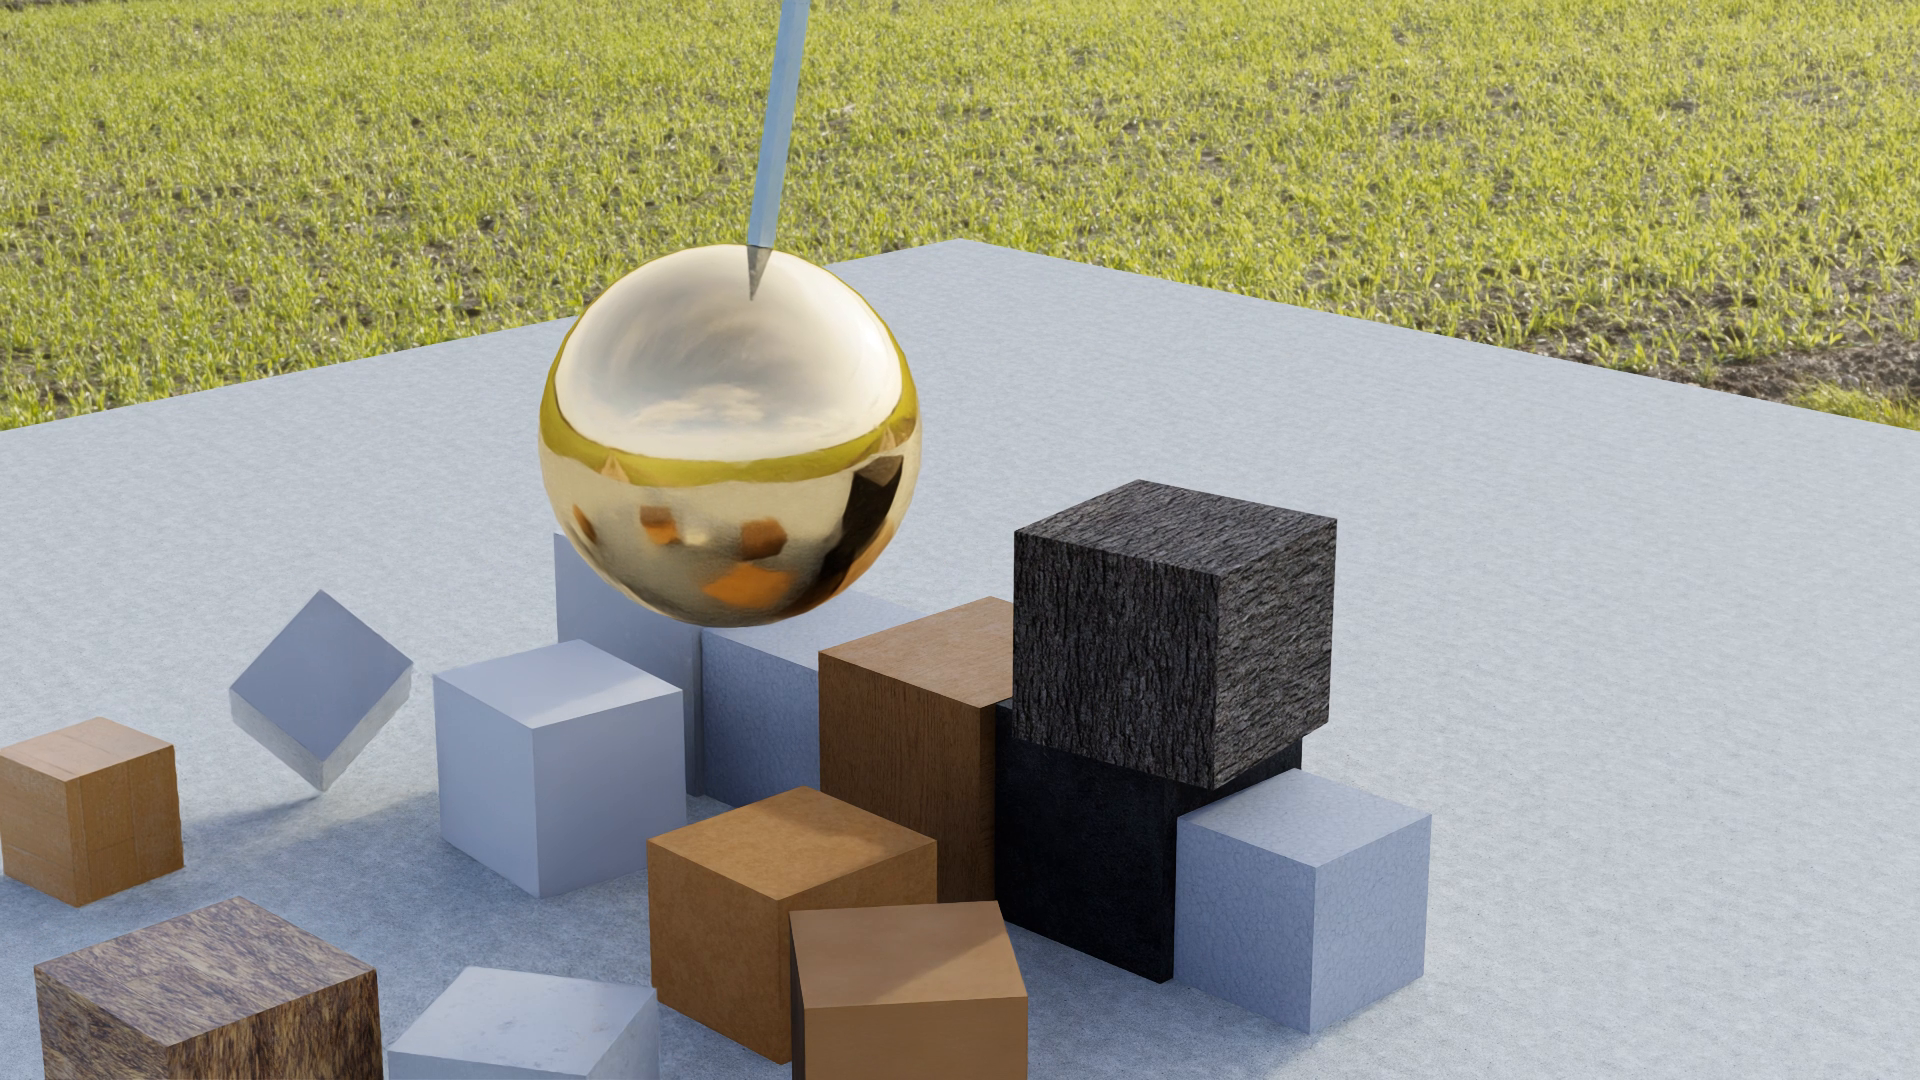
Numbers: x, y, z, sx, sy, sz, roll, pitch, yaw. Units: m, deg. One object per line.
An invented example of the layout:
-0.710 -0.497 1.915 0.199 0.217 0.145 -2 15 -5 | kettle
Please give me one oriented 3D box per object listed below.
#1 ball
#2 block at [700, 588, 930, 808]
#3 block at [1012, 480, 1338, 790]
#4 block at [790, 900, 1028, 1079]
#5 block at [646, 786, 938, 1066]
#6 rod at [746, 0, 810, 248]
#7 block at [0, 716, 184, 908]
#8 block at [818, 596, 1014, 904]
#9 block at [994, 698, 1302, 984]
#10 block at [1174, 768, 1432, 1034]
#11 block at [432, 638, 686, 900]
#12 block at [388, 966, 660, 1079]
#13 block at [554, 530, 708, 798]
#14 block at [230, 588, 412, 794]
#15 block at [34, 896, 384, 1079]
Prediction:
-0.953 -0.432 12.207 1.600 1.600 1.600 0 17 0 | ball
-0.593 0.839 14.236 0.928 0.862 0.923 -17 24 -42 | block
0.898 0.370 12.289 0.987 0.908 0.945 13 21 34 | block
-0.202 1.913 10.826 0.791 0.857 0.817 -2 18 -7 | block
-0.691 1.574 12.143 0.857 0.716 0.829 -16 24 -41 | block
-0.413 -3.755 11.729 0.080 5.200 0.080 17 11 42 | rod
-3.983 1.234 13.405 0.566 0.607 0.579 14 22 37 | block
0.116 0.978 13.555 1.033 1.007 1.126 17 24 42 | block
0.822 1.195 12.863 0.968 1.007 0.920 16 24 42 | block
1.437 1.502 12.331 0.731 0.740 0.777 17 24 42 | block
-1.860 1.047 13.639 0.794 0.824 0.904 -13 22 -36 | block
-1.540 2.062 10.495 0.735 0.772 0.692 4 18 14 | block
-1.302 0.501 14.876 1.029 1.124 1.066 -17 24 -42 | block
-3.096 0.740 14.229 0.570 0.612 0.646 38 68 3 | block
-2.700 1.957 10.618 0.896 0.900 0.849 17 24 42 | block
